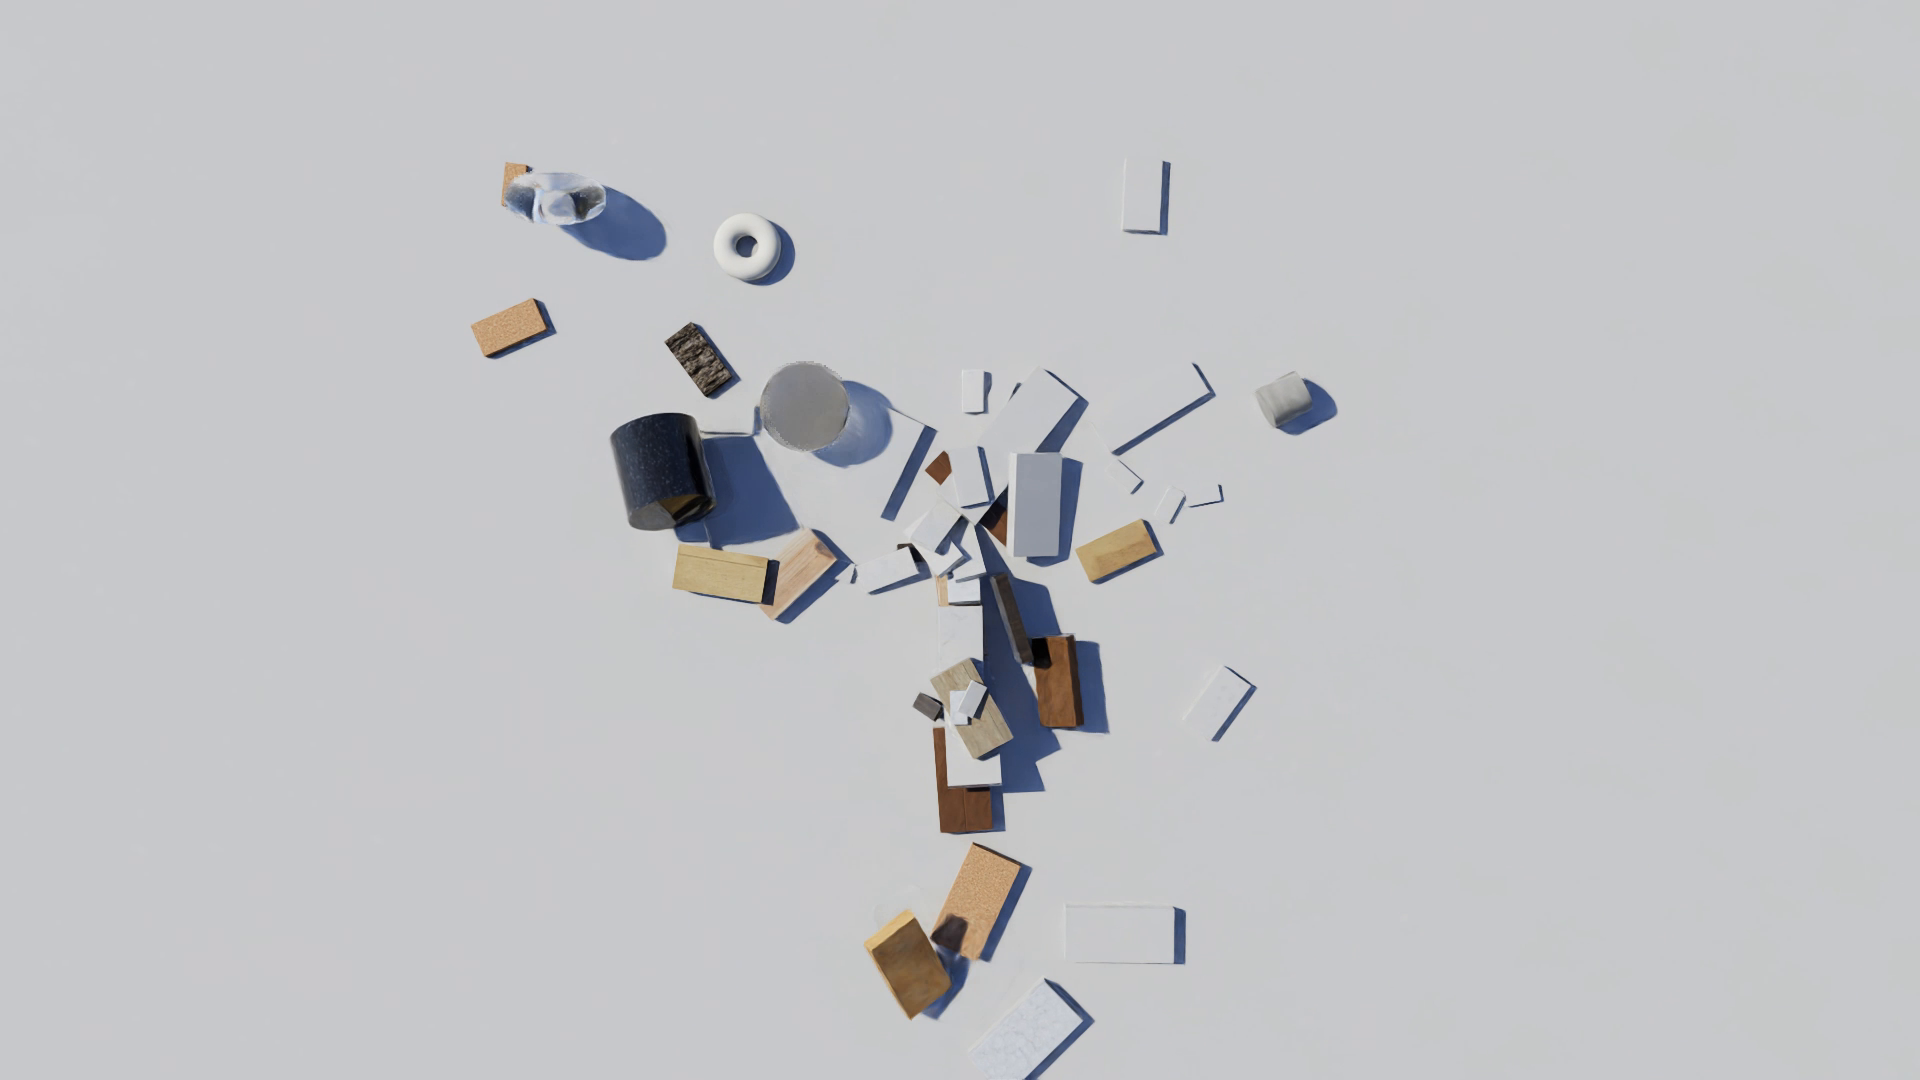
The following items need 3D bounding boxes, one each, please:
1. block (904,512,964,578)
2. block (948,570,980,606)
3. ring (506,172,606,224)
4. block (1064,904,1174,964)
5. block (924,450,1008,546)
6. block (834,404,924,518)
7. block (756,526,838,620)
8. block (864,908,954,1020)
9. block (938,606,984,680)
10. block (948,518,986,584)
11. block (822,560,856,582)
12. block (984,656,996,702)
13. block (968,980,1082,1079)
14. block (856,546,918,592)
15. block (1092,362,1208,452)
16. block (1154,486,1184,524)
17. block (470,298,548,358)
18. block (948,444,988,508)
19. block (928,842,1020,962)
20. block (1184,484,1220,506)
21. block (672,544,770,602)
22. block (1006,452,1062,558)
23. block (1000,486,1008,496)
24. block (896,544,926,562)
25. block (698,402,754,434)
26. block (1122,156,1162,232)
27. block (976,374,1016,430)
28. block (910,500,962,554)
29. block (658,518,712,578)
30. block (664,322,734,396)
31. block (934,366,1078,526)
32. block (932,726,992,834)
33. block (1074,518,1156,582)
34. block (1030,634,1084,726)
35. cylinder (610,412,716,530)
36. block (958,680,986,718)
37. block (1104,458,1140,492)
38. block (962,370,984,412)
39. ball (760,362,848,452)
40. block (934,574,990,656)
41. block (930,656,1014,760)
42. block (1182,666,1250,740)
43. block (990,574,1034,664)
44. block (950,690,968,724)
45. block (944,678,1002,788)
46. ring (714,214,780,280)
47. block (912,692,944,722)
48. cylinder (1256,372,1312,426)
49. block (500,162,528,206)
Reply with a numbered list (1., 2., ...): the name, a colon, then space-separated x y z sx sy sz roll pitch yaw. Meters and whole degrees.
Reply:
1. block: -0.085 0.016 5.436 0.105 0.030 0.211 -40 62 2
2. block: 0.010 0.110 5.441 0.105 0.030 0.211 -3 65 2
3. ring: -1.312 -1.112 5.359 0.322 0.322 0.107 4 118 0
4. block: 0.528 1.308 5.475 0.358 0.051 0.179 1 90 0
5. block: 0.051 -0.134 5.461 0.378 0.026 0.093 43 90 0
6. block: -0.267 -0.264 5.476 0.169 0.048 0.338 26 90 0
7. block: -0.562 0.112 5.467 0.297 0.042 0.149 -43 86 3
8. block: -0.165 1.379 5.357 0.179 0.051 0.358 -35 125 -17
9. block: 0.003 0.359 5.374 0.143 0.041 0.286 -1 89 0
10. block: 0.011 0.031 5.442 0.105 0.030 0.211 -15 65 -1
11. block: -0.419 0.094 5.491 0.129 0.018 0.064 16 90 0
12. block: 0.032 0.454 5.432 0.143 0.041 0.286 -8 70 0
13. block: 0.216 1.651 5.475 0.358 0.051 0.179 -45 90 0
14. block: -0.241 0.099 5.474 0.190 0.027 0.095 -21 90 8
15. block: 0.631 -0.442 5.483 0.384 0.034 0.121 -32 90 0
16. block: 0.698 -0.119 5.492 0.056 0.016 0.113 28 90 0
17. block: -1.498 -0.706 5.484 0.226 0.032 0.113 -24 90 0
18. block: 0.027 -0.209 5.385 0.095 0.027 0.190 -12 86 -6
19. block: 0.049 1.201 5.475 0.174 0.049 0.347 25 90 0
20. block: 0.808 -0.150 5.492 0.113 0.016 0.056 -11 90 0
21. block: -0.787 0.109 5.434 0.297 0.042 0.149 9 90 1
22. block: 0.244 -0.117 5.421 0.169 0.048 0.338 -2 98 -26
23. block: 0.113 -0.241 5.487 0.093 0.026 0.185 -6 90 0
24. block: -0.144 0.041 5.491 0.129 0.018 0.064 -3 90 0
25. block: -0.778 -0.405 5.487 0.185 0.026 0.093 3 90 0
26. block: 0.606 -1.149 5.483 0.121 0.034 0.242 3 90 0
27. block: 0.120 -0.455 5.490 0.071 0.020 0.188 24 90 0
28. block: -0.074 -0.048 5.420 0.095 0.027 0.190 27 57 15
29. block: -0.923 -0.040 5.479 0.148 0.042 0.297 -16 90 0
30. block: -0.869 -0.600 5.484 0.113 0.032 0.226 -37 90 0
31. block: 0.153 -0.312 5.442 0.169 0.048 0.545 39 83 0
32. block: 0.009 0.789 5.475 0.174 0.049 0.347 -4 90 0
33. block: 0.516 0.034 5.483 0.242 0.034 0.121 -25 90 0
34. block: 0.321 0.465 5.436 0.148 0.042 0.295 -6 90 40
35. cylinder: -0.957 -0.219 5.319 0.287 0.287 0.287 -16 74 0
36. block: 0.038 0.510 5.291 0.054 0.015 0.109 27 87 -14
37. block: 0.542 -0.214 5.492 0.112 0.016 0.056 41 90 0
38. block: 0.044 -0.495 5.479 0.071 0.020 0.141 0 86 9
39. ball: -0.506 -0.430 5.355 0.290 0.290 0.290 0 90 0
40. block: 0.006 0.248 5.447 0.143 0.041 0.286 -8 77 0
41. block: 0.038 0.543 5.333 0.148 0.042 0.295 -28 93 2
42. block: 0.852 0.541 5.484 0.113 0.032 0.226 36 90 0
43. block: 0.170 0.258 5.424 0.042 0.148 0.295 -18 90 -6
44. block: -0.004 0.538 5.304 0.054 0.015 0.109 -1 94 0
45. block: 0.039 0.636 5.417 0.174 0.049 0.347 -3 70 0
46. ring: -0.705 -0.972 5.464 0.224 0.075 0.224 0 89 -1
47. block: -0.106 0.553 5.459 0.109 0.015 0.054 30 90 41
48. cylinder: 1.067 -0.464 5.432 0.137 0.137 0.137 -27 90 0
49. block: -1.483 -1.181 5.490 0.071 0.020 0.141 6 90 0
